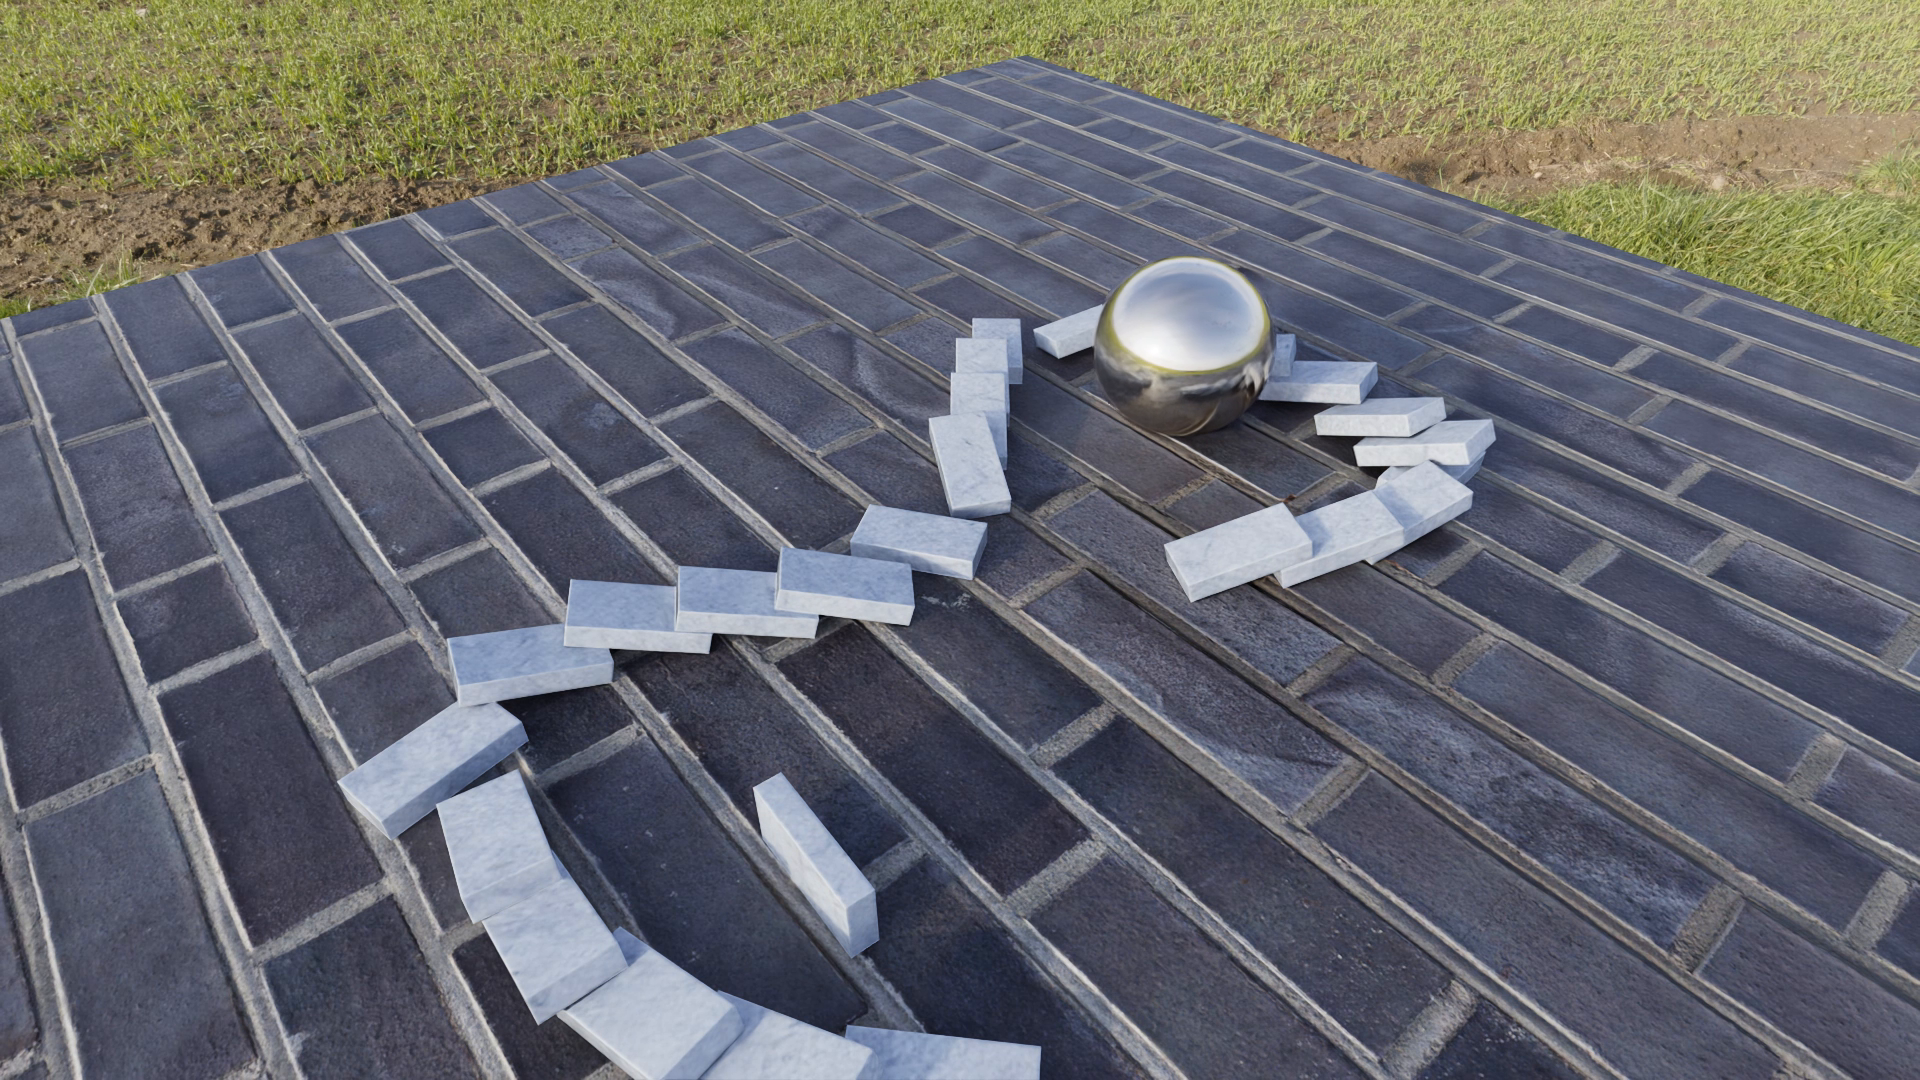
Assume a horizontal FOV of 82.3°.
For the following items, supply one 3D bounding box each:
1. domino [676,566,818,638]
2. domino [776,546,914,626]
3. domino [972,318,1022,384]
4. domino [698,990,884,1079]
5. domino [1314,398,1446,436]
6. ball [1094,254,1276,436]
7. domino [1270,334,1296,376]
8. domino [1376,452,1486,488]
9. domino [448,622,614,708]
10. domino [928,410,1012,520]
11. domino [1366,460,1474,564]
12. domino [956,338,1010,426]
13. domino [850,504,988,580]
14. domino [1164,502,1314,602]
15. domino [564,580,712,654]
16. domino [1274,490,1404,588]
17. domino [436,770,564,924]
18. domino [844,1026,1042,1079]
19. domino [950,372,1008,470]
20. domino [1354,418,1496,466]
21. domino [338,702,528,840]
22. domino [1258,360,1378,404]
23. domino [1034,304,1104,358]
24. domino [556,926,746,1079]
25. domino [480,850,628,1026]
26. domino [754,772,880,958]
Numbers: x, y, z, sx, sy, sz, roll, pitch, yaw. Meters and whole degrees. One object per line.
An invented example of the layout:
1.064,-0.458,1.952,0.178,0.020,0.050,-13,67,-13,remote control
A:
-0.079,0.023,0.406,0.050,0.009,0.025,5,37,-17,domino
-0.043,0.017,0.412,0.050,0.009,0.025,8,36,-13,domino
0.019,-0.097,0.562,0.025,0.010,0.050,1,39,1,domino
-0.047,0.132,0.272,0.050,0.010,0.025,5,37,30,domino
0.188,-0.055,0.493,0.025,0.009,0.050,-24,17,-26,domino
0.100,-0.087,0.494,0.080,0.080,0.080,0,39,0,ball
0.138,-0.090,0.543,0.050,0.009,0.025,0,36,25,domino
0.205,-0.029,0.479,0.025,0.009,0.050,31,49,32,domino
-0.149,0.042,0.383,0.050,0.009,0.025,-7,38,-30,domino
0.004,-0.032,0.472,0.025,0.010,0.050,-9,56,-8,domino
0.180,-0.012,0.448,0.050,0.009,0.025,-28,45,-10,domino
0.011,-0.076,0.527,0.025,0.010,0.050,0,53,0,domino
-0.016,0.000,0.443,0.050,0.010,0.025,9,40,11,domino
0.108,0.004,0.428,0.050,0.009,0.025,-19,41,0,domino
-0.116,0.028,0.399,0.050,0.009,0.025,5,37,-18,domino
0.145,-0.001,0.434,0.050,0.010,0.025,-20,41,0,domino
-0.137,0.089,0.325,0.025,0.010,0.050,-23,30,-24,domino
-0.006,0.138,0.275,0.050,0.009,0.025,4,39,5,domino
0.008,-0.054,0.499,0.025,0.010,0.050,0,55,0,domino
0.199,-0.042,0.473,0.025,0.009,0.050,-33,22,-33,domino
-0.170,0.071,0.356,0.025,0.010,0.050,26,46,28,domino
0.170,-0.076,0.525,0.050,0.009,0.025,8,37,37,domino
0.066,-0.109,0.567,0.050,0.010,0.025,-22,31,-14,domino
-0.082,0.122,0.285,0.050,0.010,0.025,13,39,38,domino
-0.114,0.108,0.302,0.025,0.009,0.050,-28,32,-30,domino
-0.042,0.093,0.318,0.010,0.025,0.050,-26,46,-28,domino
